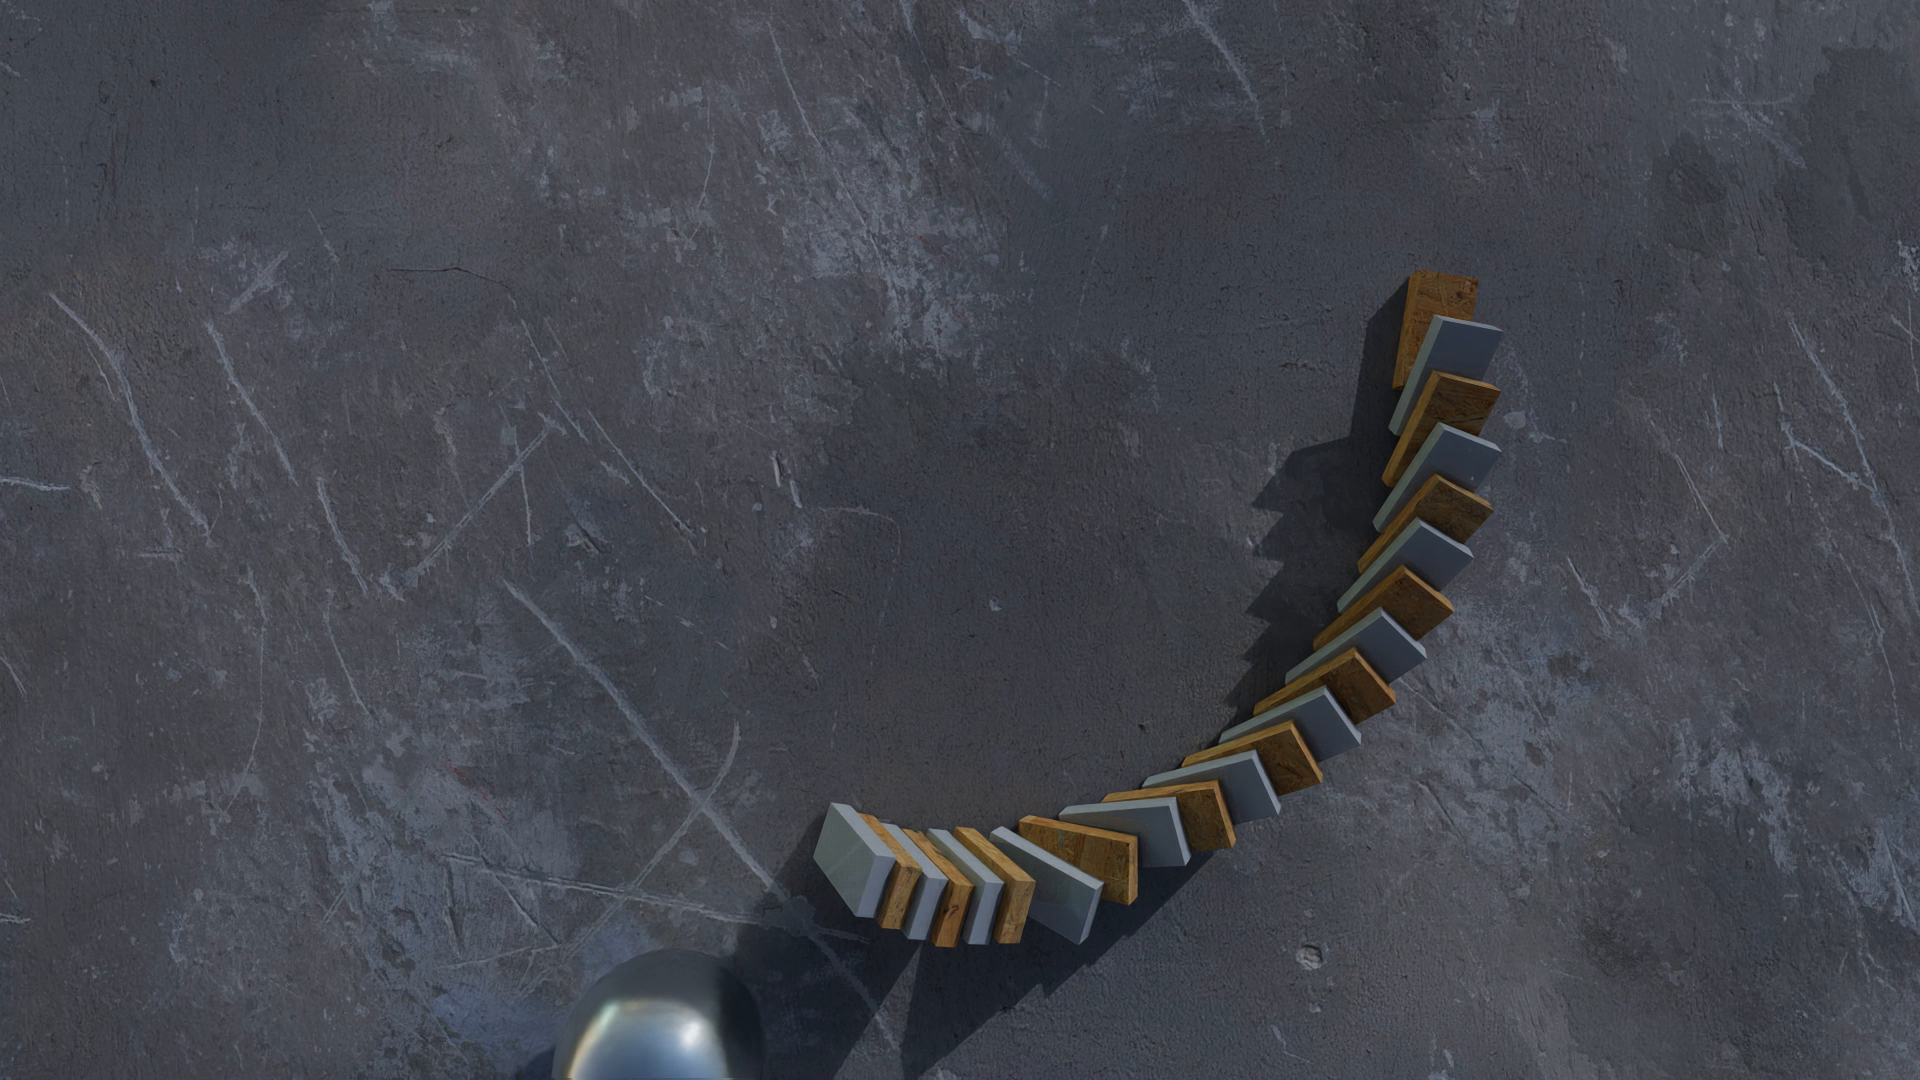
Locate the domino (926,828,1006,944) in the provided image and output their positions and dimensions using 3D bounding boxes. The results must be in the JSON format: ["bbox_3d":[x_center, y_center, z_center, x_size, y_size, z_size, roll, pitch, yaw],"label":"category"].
[{"bbox_3d":[-0.001,0.141,0.376,0.009,0.050,0.025,16,90,-29],"label":"domino"}]

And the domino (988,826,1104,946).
[{"bbox_3d":[0.033,0.143,0.381,0.050,0.010,0.025,20,101,30],"label":"domino"}]

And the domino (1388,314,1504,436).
[{"bbox_3d":[0.203,-0.066,0.384,0.025,0.010,0.050,10,117,-1],"label":"domino"}]

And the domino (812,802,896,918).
[{"bbox_3d":[-0.044,0.130,0.376,0.009,0.050,0.025,18,90,-29],"label":"domino"}]

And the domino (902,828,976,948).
[{"bbox_3d":[-0.013,0.142,0.376,0.009,0.050,0.025,18,90,-30],"label":"domino"}]

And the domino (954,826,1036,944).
[{"bbox_3d":[0.011,0.140,0.376,0.009,0.050,0.025,15,91,-29],"label":"domino"}]

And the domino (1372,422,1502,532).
[{"bbox_3d":[0.199,-0.022,0.384,0.025,0.009,0.050,22,119,0],"label":"domino"}]

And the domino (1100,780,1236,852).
[{"bbox_3d":[0.087,0.117,0.383,0.050,0.009,0.025,-17,90,30],"label":"domino"}]

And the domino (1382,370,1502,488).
[{"bbox_3d":[0.201,-0.043,0.384,0.025,0.010,0.050,14,117,0],"label":"domino"}]

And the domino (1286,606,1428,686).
[{"bbox_3d":[0.165,0.053,0.384,0.025,0.009,0.050,44,120,0],"label":"domino"}]

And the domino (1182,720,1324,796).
[{"bbox_3d":[0.122,0.096,0.383,0.050,0.009,0.025,-29,90,30],"label":"domino"}]

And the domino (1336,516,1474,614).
[{"bbox_3d":[0.185,0.017,0.384,0.025,0.010,0.050,32,119,0],"label":"domino"}]

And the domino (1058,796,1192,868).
[{"bbox_3d":[0.068,0.123,0.383,0.050,0.010,0.025,-15,90,30],"label":"domino"}]

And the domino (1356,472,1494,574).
[{"bbox_3d":[0.194,-0.001,0.384,0.025,0.009,0.050,29,119,0],"label":"domino"}]

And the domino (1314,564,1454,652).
[{"bbox_3d":[0.176,0.036,0.384,0.025,0.009,0.050,39,120,0],"label":"domino"}]

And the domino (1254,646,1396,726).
[{"bbox_3d":[0.152,0.069,0.383,0.050,0.009,0.025,-41,90,30],"label":"domino"}]

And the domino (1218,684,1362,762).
[{"bbox_3d":[0.137,0.083,0.383,0.050,0.010,0.025,-35,90,30],"label":"domino"}]

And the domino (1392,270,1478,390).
[{"bbox_3d":[0.205,-0.089,0.395,0.025,0.009,0.050,9,90,0],"label":"domino"}]

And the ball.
[{"bbox_3d":[-0.117,0.204,0.360,0.080,0.080,0.080,0,90,0],"label":"ball"}]

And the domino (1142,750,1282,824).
[{"bbox_3d":[0.105,0.107,0.383,0.050,0.010,0.025,-25,90,30],"label":"domino"}]

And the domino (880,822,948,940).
[{"bbox_3d":[-0.024,0.139,0.376,0.009,0.050,0.025,18,90,-29],"label":"domino"}]

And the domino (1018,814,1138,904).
[{"bbox_3d":[0.049,0.133,0.383,0.050,0.010,0.025,1,91,32],"label":"domino"}]

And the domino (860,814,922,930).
[{"bbox_3d":[-0.034,0.135,0.376,0.010,0.050,0.025,18,90,-29],"label":"domino"}]
